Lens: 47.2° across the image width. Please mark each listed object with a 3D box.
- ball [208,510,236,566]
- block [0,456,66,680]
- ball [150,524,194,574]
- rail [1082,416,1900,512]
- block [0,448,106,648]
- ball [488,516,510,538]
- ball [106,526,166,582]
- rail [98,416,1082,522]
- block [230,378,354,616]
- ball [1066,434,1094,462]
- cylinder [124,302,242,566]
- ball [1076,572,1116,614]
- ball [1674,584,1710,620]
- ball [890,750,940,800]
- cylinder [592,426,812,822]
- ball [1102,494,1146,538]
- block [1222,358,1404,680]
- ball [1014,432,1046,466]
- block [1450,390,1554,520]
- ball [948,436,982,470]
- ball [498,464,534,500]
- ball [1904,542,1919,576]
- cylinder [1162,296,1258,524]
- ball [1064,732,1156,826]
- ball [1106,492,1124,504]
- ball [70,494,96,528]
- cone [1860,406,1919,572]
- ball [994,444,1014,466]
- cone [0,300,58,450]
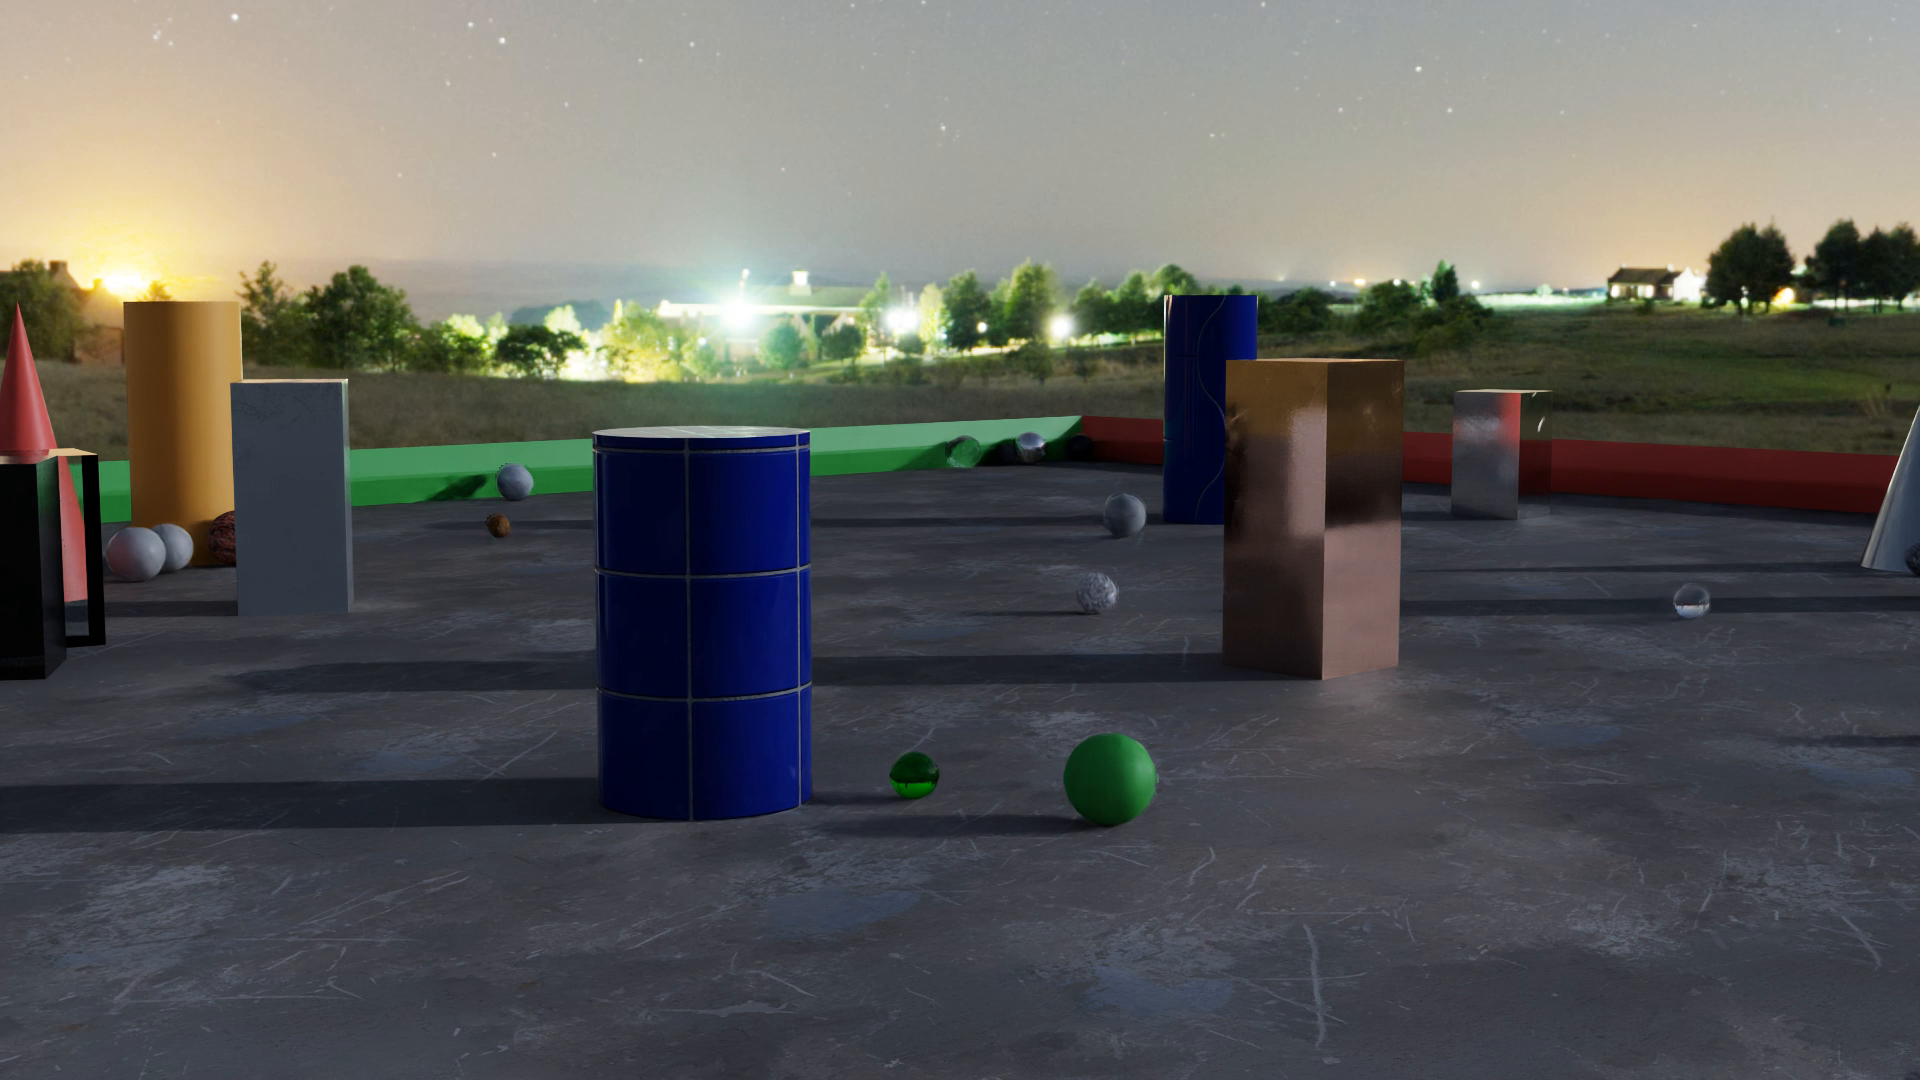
[{"bbox_3d":[-1.257,-0.003,3.824,0.097,0.097,0.097,0,6,0],"label":"ball"},{"bbox_3d":[-1.199,0.032,2.702,0.156,0.261,0.156,-1,6,-13],"label":"block"},{"bbox_3d":[-1.343,0.014,3.725,0.084,0.084,0.084,0,6,0],"label":"ball"},{"bbox_3d":[1.809,-0.141,4.992,0.045,0.126,4.311,-5,8,-42],"label":"rail"},{"bbox_3d":[-1.245,0.011,2.938,0.156,0.254,0.156,-4,7,-33],"label":"block"},{"bbox_3d":[-0.900,-0.026,4.295,0.044,0.044,0.044,0,6,0],"label":"ball"},{"bbox_3d":[-1.348,0.023,3.598,0.092,0.092,0.092,0,6,0],"label":"ball"},{"bbox_3d":[-1.446,-0.130,4.890,4.971,0.126,0.045,-5,8,-42],"label":"rail"},{"bbox_3d":[-0.993,-0.067,3.278,0.156,0.339,0.156,-1,6,-12],"label":"block"},{"bbox_3d":[0.353,-0.272,6.465,0.081,0.081,0.081,0,6,0],"label":"ball"},{"bbox_3d":[-1.370,-0.192,3.897,0.195,0.458,0.195,0,6,0],"label":"cylinder"},{"bbox_3d":[0.200,0.078,3.228,0.060,0.060,0.060,0,6,0],"label":"ball"},{"bbox_3d":[1.056,0.089,3.172,0.050,0.050,0.050,0,6,0],"label":"ball"},{"bbox_3d":[-0.041,0.214,2.005,0.044,0.044,0.044,0,6,0],"label":"ball"},{"bbox_3d":[-0.232,0.069,1.995,0.195,0.335,0.195,0,6,0],"label":"cylinder"},{"bbox_3d":[0.323,-0.047,4.308,0.085,0.085,0.085,0,6,0],"label":"ball"},{"bbox_3d":[0.439,-0.033,2.739,0.156,0.382,0.156,-6,8,-43],"label":"block"},{"bbox_3d":[0.201,-0.263,6.305,0.097,0.097,0.097,0,6,0],"label":"ball"},{"bbox_3d":[1.171,-0.187,4.752,0.156,0.269,0.156,5,8,40],"label":"block"},{"bbox_3d":[0.014,-0.245,6.136,0.096,0.096,0.096,0,6,0],"label":"ball"},{"bbox_3d":[-1.041,-0.134,5.145,0.083,0.083,0.083,0,6,0],"label":"ball"},{"bbox_3d":[1.612,0.032,3.683,0.058,0.058,0.058,0,6,0],"label":"ball"},{"bbox_3d":[0.527,-0.277,4.635,0.195,0.474,0.195,0,6,0],"label":"cylinder"},{"bbox_3d":[0.130,0.207,1.904,0.080,0.080,0.080,0,6,0],"label":"ball"},{"bbox_3d":[0.335,-0.068,4.604,0.063,0.063,0.063,0,6,0],"label":"ball"},{"bbox_3d":[-1.804,-0.060,4.501,0.069,0.069,0.069,0,6,0],"label":"ball"},{"bbox_3d":[1.667,-0.112,3.804,0.195,0.318,0.195,0,6,0],"label":"cone"},{"bbox_3d":[0.127,-0.242,6.287,0.059,0.059,0.059,0,6,0],"label":"ball"},{"bbox_3d":[-1.467,-0.145,3.446,0.195,0.459,0.195,0,6,0],"label":"cone"}]
